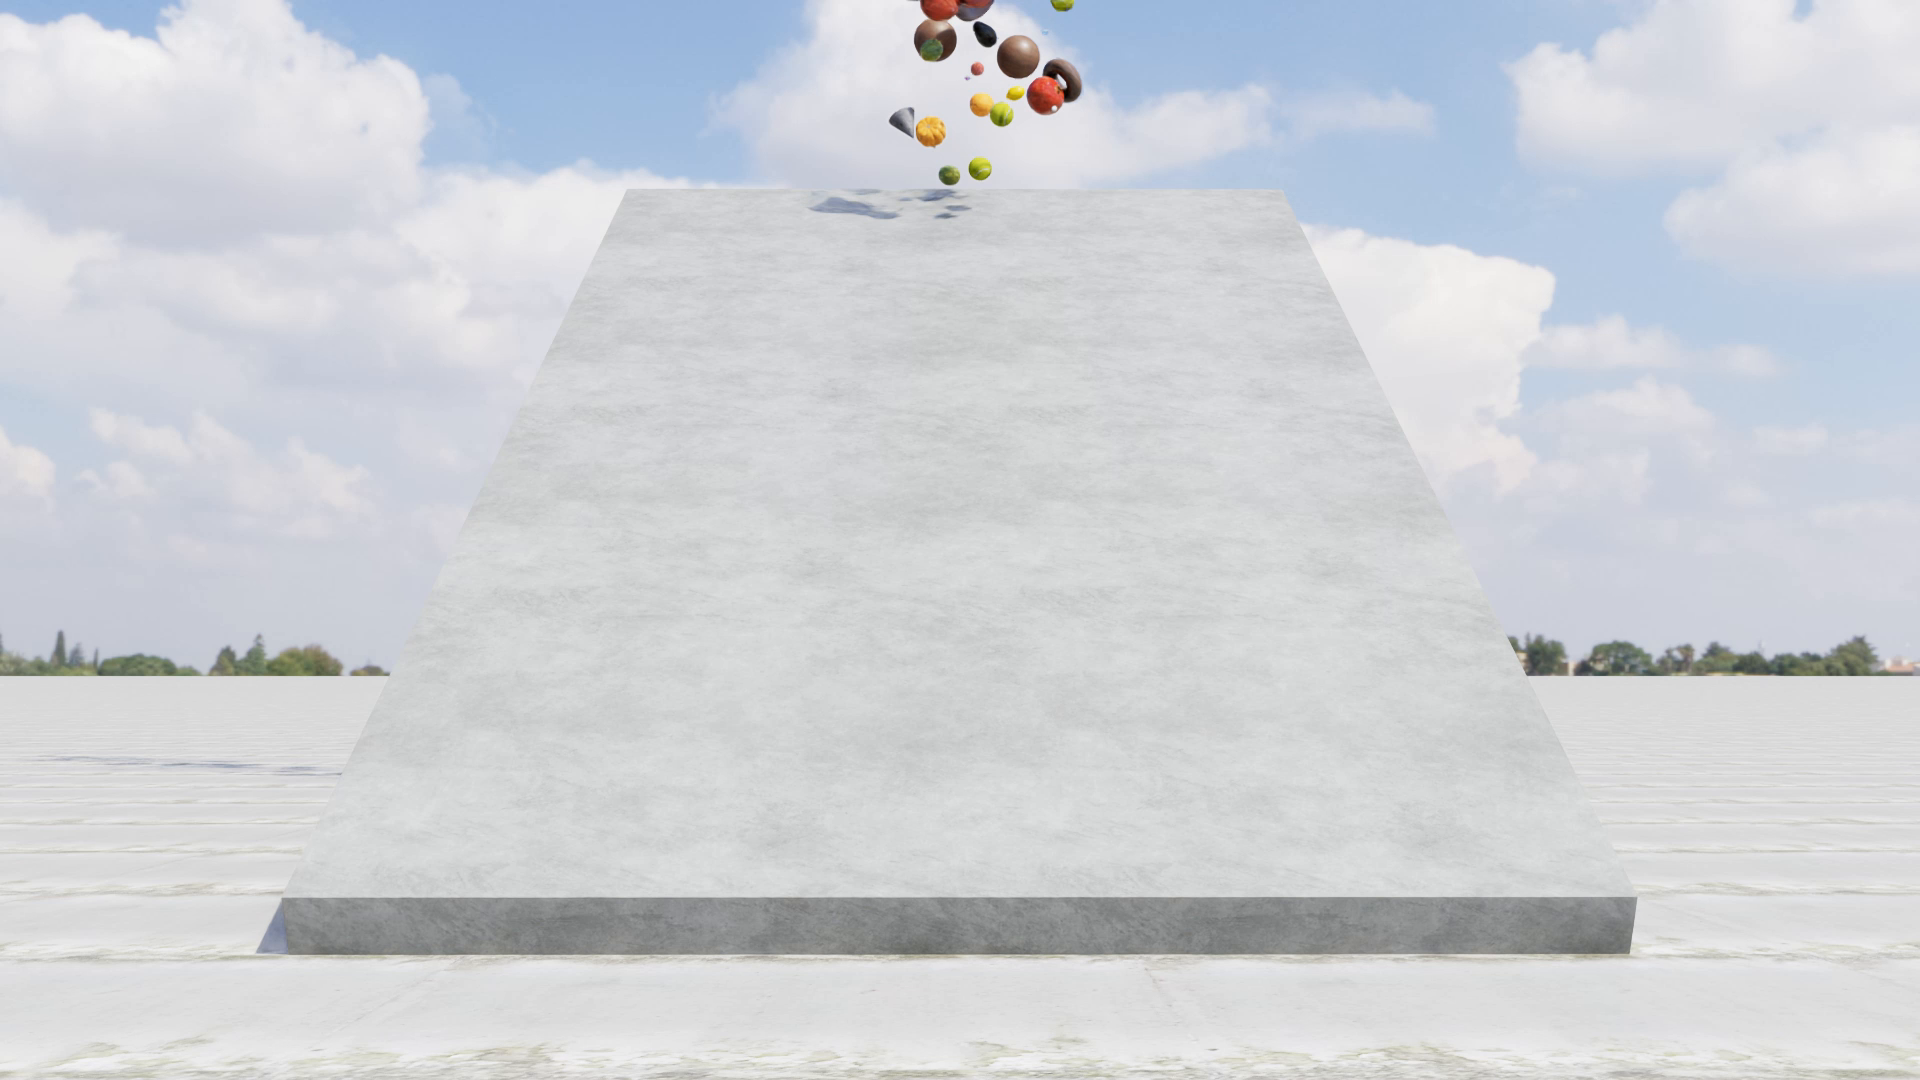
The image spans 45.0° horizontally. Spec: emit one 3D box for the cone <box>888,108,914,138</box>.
[{"bbox_3d":[-0.151,-1.191,6.701,0.083,0.083,0.083,-24,-18,-9],"label":"cone"}]

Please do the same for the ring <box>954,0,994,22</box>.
[{"bbox_3d":[0.043,-1.581,6.773,0.050,0.150,0.150,47,20,24],"label":"ring"}]

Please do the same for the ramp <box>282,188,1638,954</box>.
[{"bbox_3d":[-0.008,-0.227,5.273,2.000,0.100,4.000,0,24,0],"label":"ramp"}]

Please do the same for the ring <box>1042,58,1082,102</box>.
[{"bbox_3d":[0.310,-1.391,7.024,0.048,0.143,0.143,-40,19,-30],"label":"ring"}]
